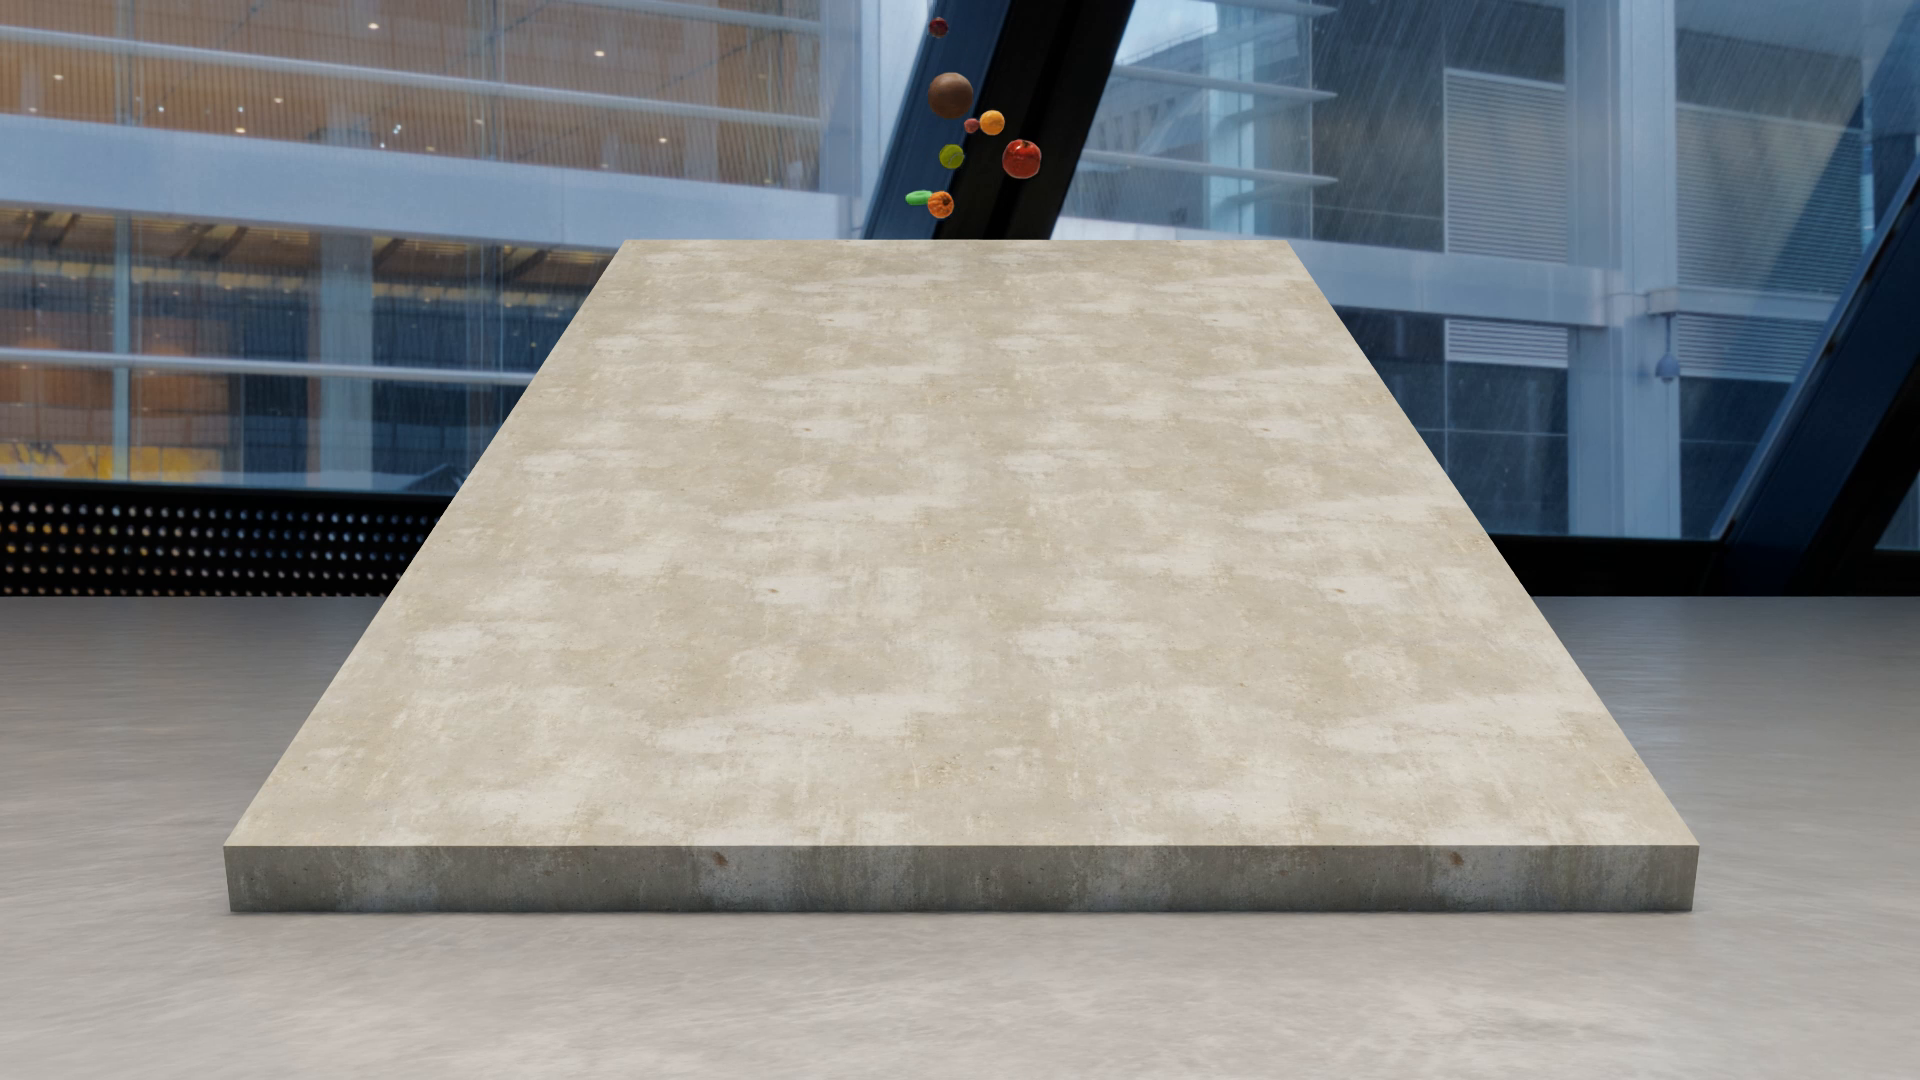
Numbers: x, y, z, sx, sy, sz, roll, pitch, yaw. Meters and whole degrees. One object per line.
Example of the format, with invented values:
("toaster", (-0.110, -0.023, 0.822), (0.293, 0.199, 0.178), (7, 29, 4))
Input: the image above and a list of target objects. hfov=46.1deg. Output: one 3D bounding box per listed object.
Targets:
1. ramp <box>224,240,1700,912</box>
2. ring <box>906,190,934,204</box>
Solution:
("ramp", (-0.004, -0.201, 4.959), (2.000, 0.100, 4.000), (0, 19, 0))
("ring", (-0.118, -1.001, 6.595), (0.083, 0.028, 0.083), (-7, 22, 3))
